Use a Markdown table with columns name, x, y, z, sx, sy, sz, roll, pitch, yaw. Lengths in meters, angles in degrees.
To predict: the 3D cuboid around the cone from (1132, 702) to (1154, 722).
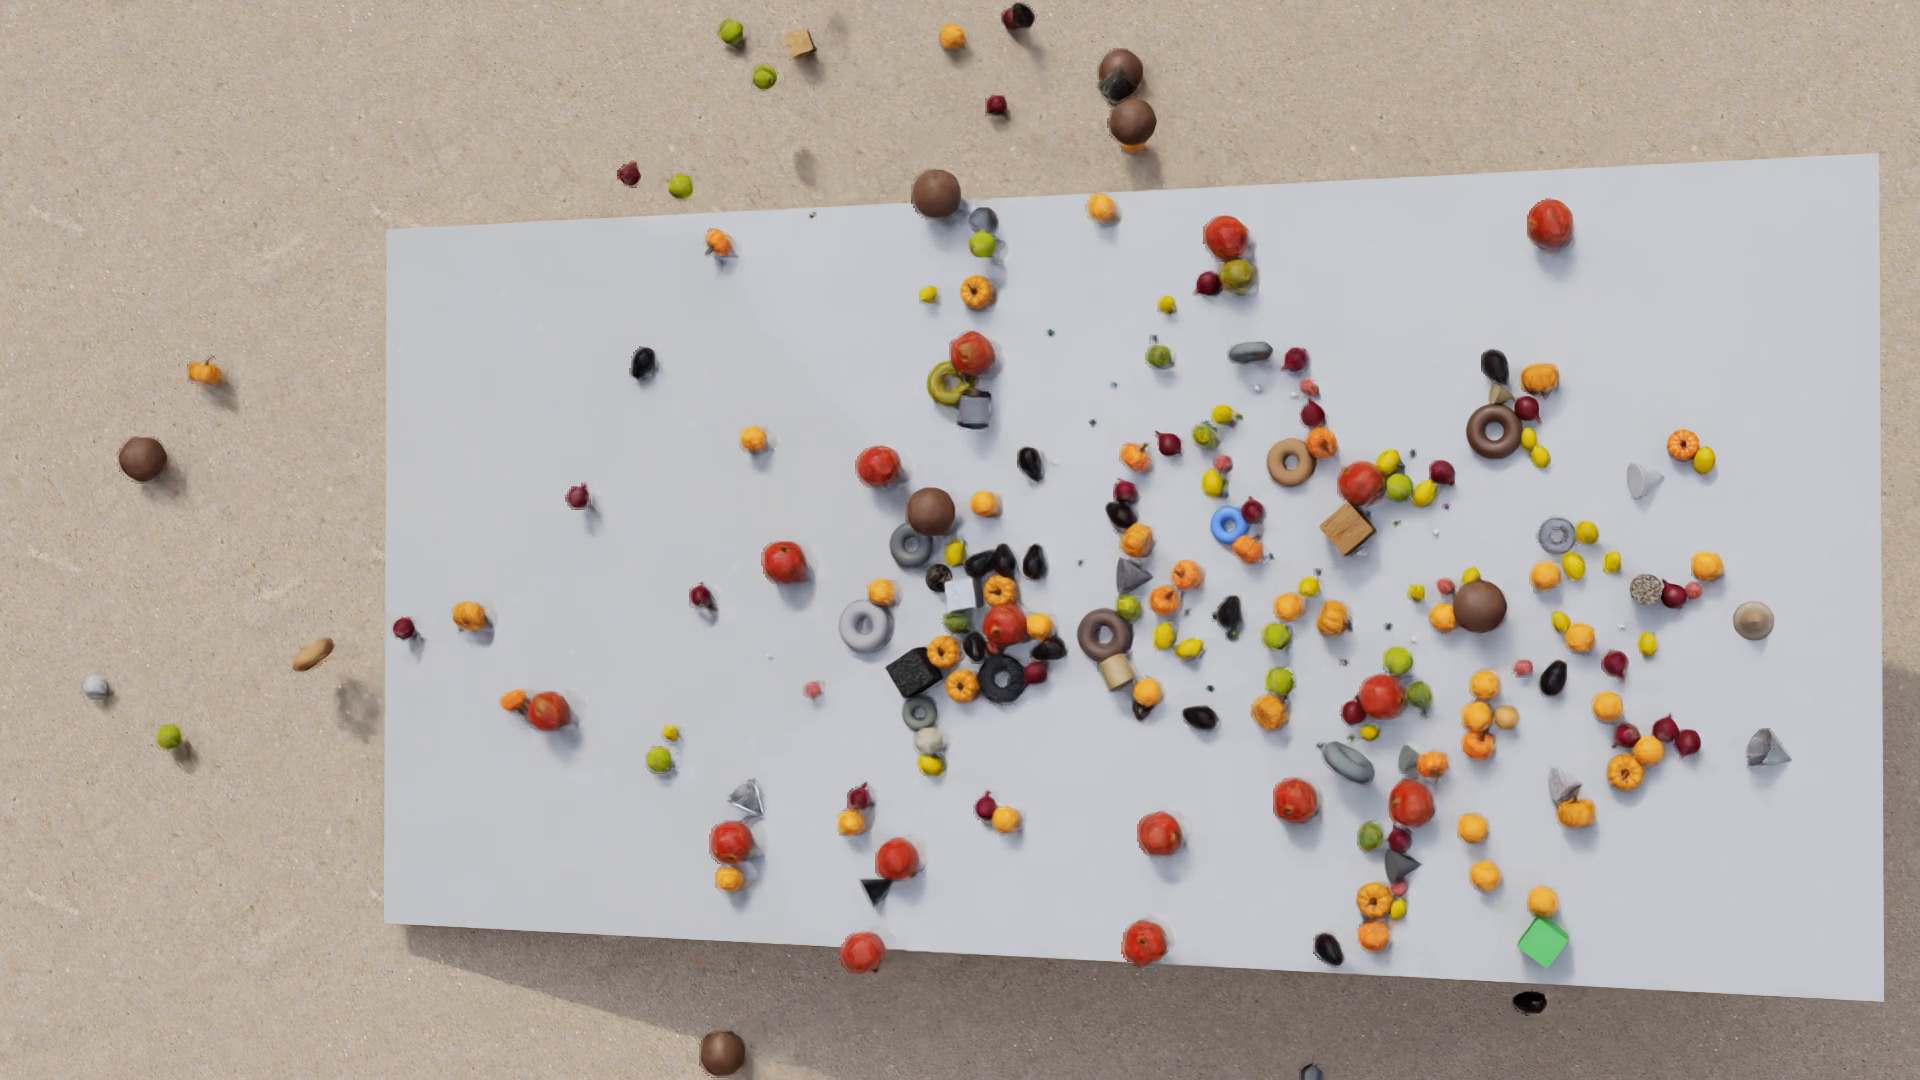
| name | x | y | z | sx | sy | sz | roll | pitch | yaw |
| --- | --- | --- | --- | --- | --- | --- | --- | --- | --- |
| cone | 0.480 | 0.435 | 5.678 | 0.053 | 0.053 | 0.053 | -16 | 89 | -11 |

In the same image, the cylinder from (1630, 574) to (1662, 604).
| name | x | y | z | sx | sy | sz | roll | pitch | yaw |
| --- | --- | --- | --- | --- | --- | --- | --- | --- | --- |
| cylinder | 1.654 | 0.119 | 5.301 | 0.075 | 0.075 | 0.075 | 0 | 89 | 17 |

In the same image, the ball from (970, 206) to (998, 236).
| name | x | y | z | sx | sy | sz | roll | pitch | yaw |
| --- | --- | --- | --- | --- | --- | --- | --- | --- | --- |
| ball | 0.063 | -0.840 | 5.794 | 0.078 | 0.078 | 0.078 | 0 | 89 | 0 |

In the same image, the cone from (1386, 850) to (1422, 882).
| name | x | y | z | sx | sy | sz | roll | pitch | yaw |
| --- | --- | --- | --- | --- | --- | --- | --- | --- | --- |
| cone | 1.113 | 0.809 | 5.474 | 0.083 | 0.083 | 0.083 | -1 | 89 | -10 |

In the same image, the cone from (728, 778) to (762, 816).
| name | x | y | z | sx | sy | sz | roll | pitch | yaw |
| --- | --- | --- | --- | --- | --- | --- | --- | --- | --- |
| cone | -0.564 | 0.717 | 5.979 | 0.097 | 0.097 | 0.097 | -37 | 106 | 0 |

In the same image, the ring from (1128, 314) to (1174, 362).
| name | x | y | z | sx | sy | sz | roll | pitch | yaw |
| --- | --- | --- | --- | --- | --- | --- | --- | --- | --- |
| ring | 0.496 | -0.523 | 5.694 | 0.128 | 0.043 | 0.128 | 0 | 92 | -5 |

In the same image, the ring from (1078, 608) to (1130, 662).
| name | x | y | z | sx | sy | sz | roll | pitch | yaw |
| --- | --- | --- | --- | --- | --- | --- | --- | --- | --- |
| ring | 0.373 | 0.247 | 5.702 | 0.141 | 0.047 | 0.141 | 0 | 90 | 17 |

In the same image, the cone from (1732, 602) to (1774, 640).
| name | x | y | z | sx | sy | sz | roll | pitch | yaw |
| --- | --- | --- | --- | --- | --- | --- | --- | --- | --- |
| cone | 1.886 | 0.193 | 5.220 | 0.094 | 0.094 | 0.094 | 0 | 89 | 17 |

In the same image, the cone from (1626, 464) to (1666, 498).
| name | x | y | z | sx | sy | sz | roll | pitch | yaw |
| --- | --- | --- | --- | --- | --- | --- | --- | --- | --- |
| cone | 1.670 | -0.151 | 5.320 | 0.082 | 0.082 | 0.082 | -10 | 89 | -12 |

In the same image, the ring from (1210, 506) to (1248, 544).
| name | x | y | z | sx | sy | sz | roll | pitch | yaw |
| --- | --- | --- | --- | --- | --- | --- | --- | --- | --- |
| ring | 0.688 | -0.037 | 5.618 | 0.097 | 0.032 | 0.097 | -1 | 88 | 18 |

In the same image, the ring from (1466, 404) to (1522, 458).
| name | x | y | z | sx | sy | sz | roll | pitch | yaw |
| --- | --- | --- | --- | --- | --- | --- | --- | --- | --- |
| ring | 1.318 | -0.269 | 5.424 | 0.137 | 0.046 | 0.137 | 0 | 90 | 16 |

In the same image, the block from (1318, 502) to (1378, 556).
| name | x | y | z | sx | sy | sz | roll | pitch | yaw |
| --- | --- | --- | --- | --- | --- | --- | --- | --- | --- |
| block | 0.970 | -0.028 | 5.499 | 0.096 | 0.096 | 0.096 | -42 | 78 | 12 |

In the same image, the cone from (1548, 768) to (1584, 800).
| name | x | y | z | sx | sy | sz | roll | pitch | yaw |
| --- | --- | --- | --- | --- | --- | --- | --- | --- | --- |
| cone | 1.488 | 0.595 | 5.365 | 0.078 | 0.078 | 0.078 | 0 | 89 | -10 |

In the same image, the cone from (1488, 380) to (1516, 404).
| name | x | y | z | sx | sy | sz | roll | pitch | yaw |
| --- | --- | --- | --- | --- | --- | --- | --- | --- | --- |
| cone | 1.346 | -0.357 | 5.426 | 0.060 | 0.060 | 0.060 | 12 | 89 | -10 |

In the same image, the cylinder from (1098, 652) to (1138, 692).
| name | x | y | z | sx | sy | sz | roll | pitch | yaw |
| --- | --- | --- | --- | --- | --- | --- | --- | --- | --- |
| cylinder | 0.405 | 0.340 | 5.659 | 0.074 | 0.074 | 0.074 | -32 | 94 | 0 |

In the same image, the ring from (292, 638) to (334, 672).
| name | x | y | z | sx | sy | sz | roll | pitch | yaw |
| --- | --- | --- | --- | --- | --- | --- | --- | --- | --- |
| ring | -1.846 | 0.328 | 6.277 | 0.134 | 0.134 | 0.045 | -39 | 91 | -1 |

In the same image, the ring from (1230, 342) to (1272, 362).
| name | x | y | z | sx | sy | sz | roll | pitch | yaw |
| --- | --- | --- | --- | --- | --- | --- | --- | --- | --- |
| ring | 0.736 | -0.476 | 5.570 | 0.109 | 0.109 | 0.036 | -5 | 81 | 0 |

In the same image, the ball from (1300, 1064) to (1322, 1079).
| name | x | y | z | sx | sy | sz | roll | pitch | yaw |
| --- | --- | --- | --- | --- | --- | --- | --- | --- | --- |
| ball | 1.021 | 1.554 | 6.385 | 0.062 | 0.062 | 0.062 | 0 | 89 | 0 |

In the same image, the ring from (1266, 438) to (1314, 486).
| name | x | y | z | sx | sy | sz | roll | pitch | yaw |
| --- | --- | --- | --- | --- | --- | --- | --- | --- | --- |
| ring | 0.837 | -0.198 | 5.571 | 0.121 | 0.040 | 0.121 | 0 | 88 | 16 |

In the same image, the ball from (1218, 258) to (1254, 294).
| name | x | y | z | sx | sy | sz | roll | pitch | yaw |
| --- | --- | --- | --- | --- | --- | --- | --- | --- | --- |
| ball | 0.704 | -0.673 | 5.591 | 0.091 | 0.091 | 0.091 | 0 | 89 | 0 |

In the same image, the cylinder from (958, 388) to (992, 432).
| name | x | y | z | sx | sy | sz | roll | pitch | yaw |
| --- | --- | --- | --- | --- | --- | --- | --- | --- | --- |
| cylinder | 0.038 | -0.343 | 5.780 | 0.085 | 0.085 | 0.085 | -5 | 120 | 0 |

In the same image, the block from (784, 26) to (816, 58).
| name | x | y | z | sx | sy | sz | roll | pitch | yaw |
| --- | --- | --- | --- | --- | --- | --- | --- | --- | --- |
| block | -0.467 | -1.450 | 6.414 | 0.068 | 0.068 | 0.068 | -20 | 98 | 5 |

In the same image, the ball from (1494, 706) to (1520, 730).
| name | x | y | z | sx | sy | sz | roll | pitch | yaw |
| --- | --- | --- | --- | --- | --- | --- | --- | --- | --- |
| ball | 1.342 | 0.437 | 5.398 | 0.060 | 0.060 | 0.060 | 0 | 89 | 0 |

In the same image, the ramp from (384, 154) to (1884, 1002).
| name | x | y | z | sx | sy | sz | roll | pitch | yaw |
| --- | --- | --- | --- | --- | --- | --- | --- | --- | --- |
| ramp | 0.272 | 0.095 | 5.810 | 4.000 | 0.100 | 2.000 | 0 | 89 | 17 |

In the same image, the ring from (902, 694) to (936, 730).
| name | x | y | z | sx | sy | sz | roll | pitch | yaw |
| --- | --- | --- | --- | --- | --- | --- | --- | --- | --- |
| ring | -0.108 | 0.460 | 5.851 | 0.097 | 0.032 | 0.097 | 1 | 93 | 15 |

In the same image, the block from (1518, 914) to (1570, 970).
| name | x | y | z | sx | sy | sz | roll | pitch | yaw |
| --- | --- | --- | --- | --- | --- | --- | --- | --- | --- |
| block | 1.420 | 0.976 | 5.353 | 0.087 | 0.087 | 0.087 | 37 | 99 | 14 |

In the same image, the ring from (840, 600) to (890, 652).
| name | x | y | z | sx | sy | sz | roll | pitch | yaw |
| --- | --- | --- | --- | --- | --- | --- | --- | --- | --- |
| ring | -0.257 | 0.230 | 5.892 | 0.141 | 0.047 | 0.141 | 0 | 90 | 16 |

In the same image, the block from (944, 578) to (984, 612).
| name | x | y | z | sx | sy | sz | roll | pitch | yaw |
| --- | --- | --- | --- | --- | --- | --- | --- | --- | --- |
| block | 0.011 | 0.144 | 5.796 | 0.077 | 0.077 | 0.077 | -9 | 87 | 16 |

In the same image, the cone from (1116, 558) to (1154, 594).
| name | x | y | z | sx | sy | sz | roll | pitch | yaw |
| --- | --- | --- | --- | --- | --- | --- | --- | --- | --- |
| cone | 0.459 | 0.094 | 5.680 | 0.092 | 0.092 | 0.092 | 3 | 89 | -10 |

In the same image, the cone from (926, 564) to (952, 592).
| name | x | y | z | sx | sy | sz | roll | pitch | yaw |
| --- | --- | --- | --- | --- | --- | --- | --- | --- | --- |
| cone | -0.067 | 0.101 | 5.820 | 0.076 | 0.076 | 0.076 | 0 | 89 | 17 |

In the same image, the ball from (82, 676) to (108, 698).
| name | x | y | z | sx | sy | sz | roll | pitch | yaw |
| --- | --- | --- | --- | --- | --- | --- | --- | --- | --- |
| ball | -2.516 | 0.428 | 6.398 | 0.067 | 0.067 | 0.067 | 0 | 89 | 0 |

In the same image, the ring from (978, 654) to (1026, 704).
| name | x | y | z | sx | sy | sz | roll | pitch | yaw |
| --- | --- | --- | --- | --- | --- | --- | --- | --- | --- |
| ring | 0.110 | 0.365 | 5.781 | 0.131 | 0.044 | 0.131 | 0 | 90 | 18 |

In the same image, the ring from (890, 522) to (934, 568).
| name | x | y | z | sx | sy | sz | roll | pitch | yaw |
| --- | --- | --- | --- | --- | --- | --- | --- | --- | --- |
| ring | -0.129 | 0.012 | 5.859 | 0.122 | 0.041 | 0.122 | -1 | 87 | 17 |

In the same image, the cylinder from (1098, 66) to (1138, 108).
| name | x | y | z | sx | sy | sz | roll | pitch | yaw |
| --- | --- | --- | --- | --- | --- | --- | --- | --- | --- |
| cylinder | 0.448 | -1.292 | 6.271 | 0.083 | 0.083 | 0.083 | -36 | 89 | 13 |

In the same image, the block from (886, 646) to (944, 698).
| name | x | y | z | sx | sy | sz | roll | pitch | yaw |
| --- | --- | --- | --- | --- | --- | --- | --- | --- | --- |
| block | -0.120 | 0.351 | 5.822 | 0.097 | 0.097 | 0.097 | -34 | 80 | 14 |

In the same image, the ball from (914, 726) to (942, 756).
| name | x | y | z | sx | sy | sz | roll | pitch | yaw |
| --- | --- | --- | --- | --- | --- | --- | --- | --- | --- |
| ball | -0.083 | 0.532 | 5.819 | 0.076 | 0.076 | 0.076 | 0 | 89 | 0 |

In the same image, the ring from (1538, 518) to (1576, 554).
| name | x | y | z | sx | sy | sz | roll | pitch | yaw |
| --- | --- | --- | --- | --- | --- | --- | --- | --- | --- |
| ring | 1.462 | -0.010 | 5.384 | 0.093 | 0.031 | 0.093 | -1 | 88 | 17 |
